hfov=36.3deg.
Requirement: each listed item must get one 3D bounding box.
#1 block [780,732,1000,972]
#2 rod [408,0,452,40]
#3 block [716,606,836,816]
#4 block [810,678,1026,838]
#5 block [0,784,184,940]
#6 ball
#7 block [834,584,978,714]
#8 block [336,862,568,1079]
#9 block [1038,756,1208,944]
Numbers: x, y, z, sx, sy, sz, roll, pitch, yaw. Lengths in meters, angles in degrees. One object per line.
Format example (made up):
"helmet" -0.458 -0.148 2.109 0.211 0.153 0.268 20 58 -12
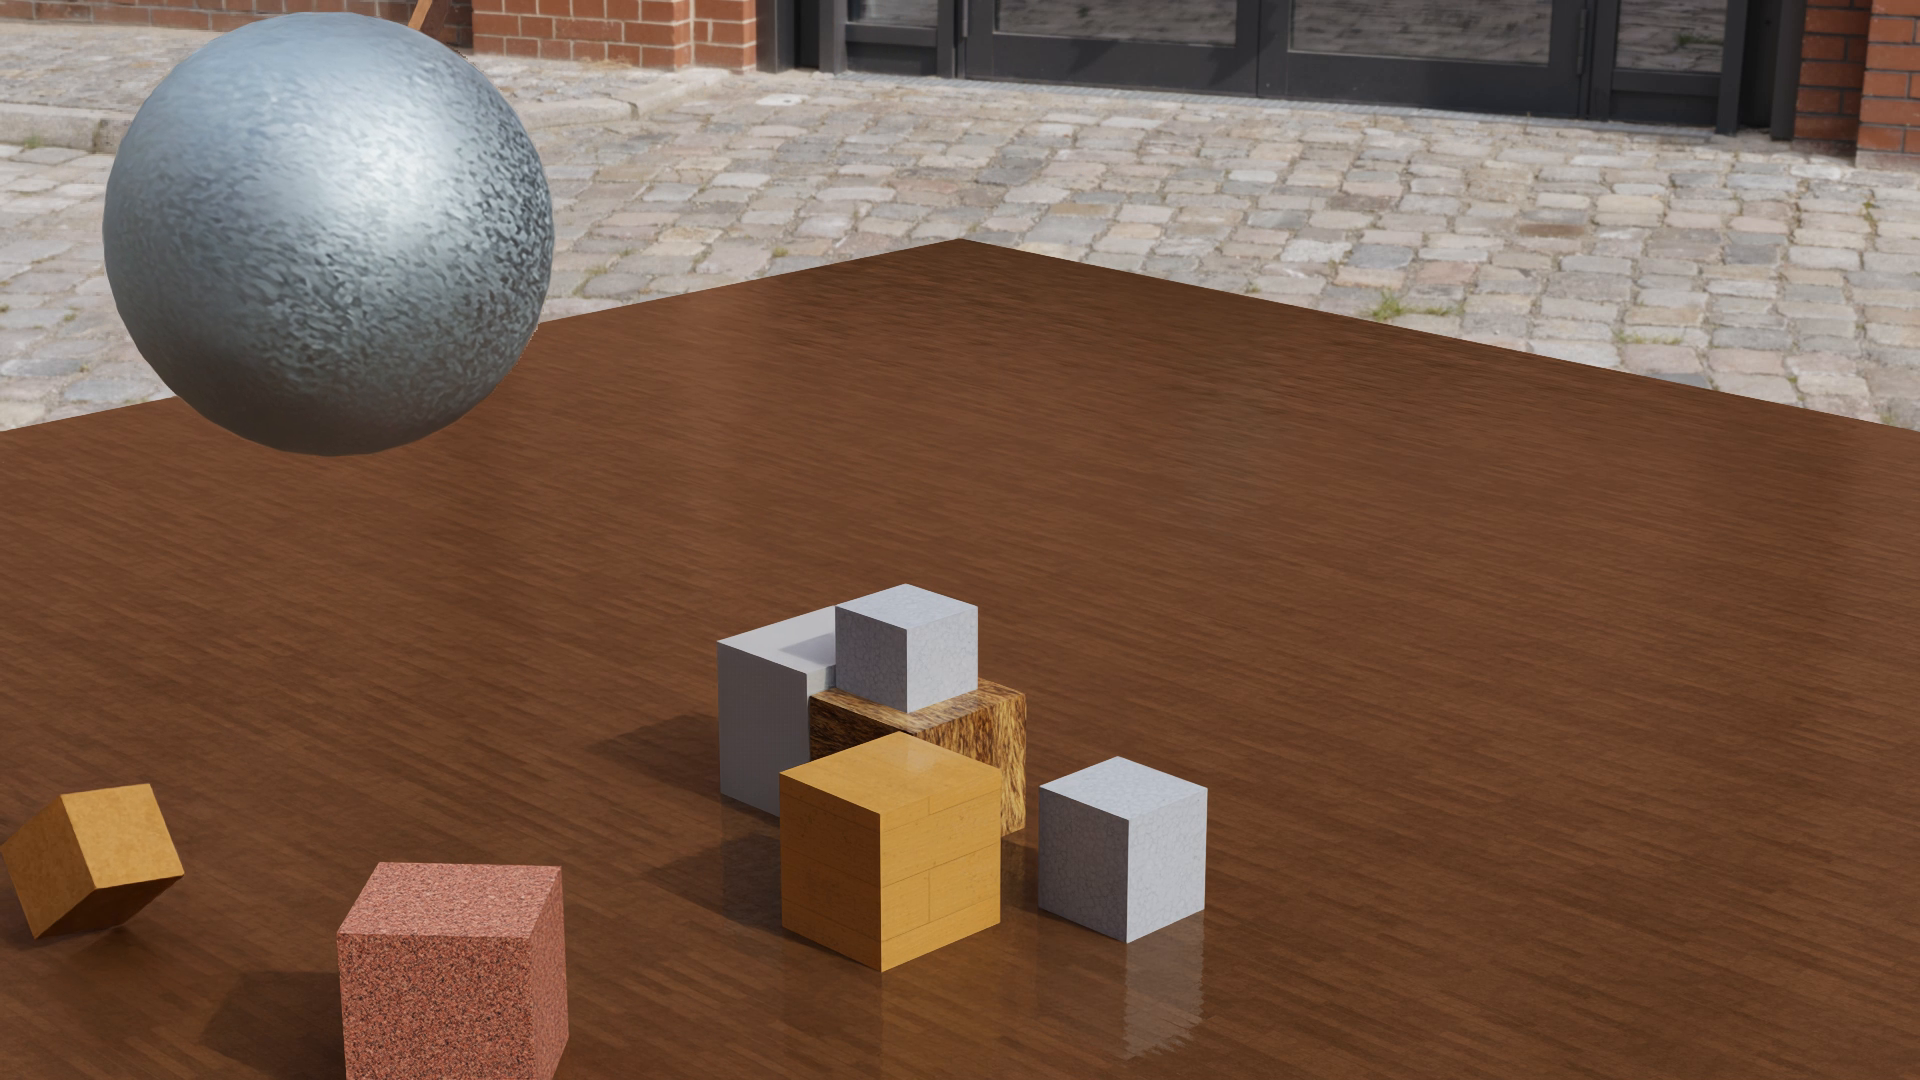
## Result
"block" -0.304 1.350 12.836 0.715 0.727 0.644 -16 24 -42
"rod" -0.985 -4.228 10.980 0.080 5.200 0.080 17 -8 42
"block" -0.677 0.853 14.315 0.761 0.789 0.647 -17 24 -42
"block" -0.196 1.050 13.869 0.739 0.679 0.698 -17 24 -42
"block" -3.755 1.388 12.690 0.497 0.446 0.465 -36 -18 32
"ball" -2.273 -1.103 10.612 1.600 1.600 1.600 0 17 0
"block" -0.251 0.504 13.789 0.461 0.410 0.485 -17 24 -42
"block" -1.975 1.754 11.509 0.735 0.753 0.665 1 17 3
"block" 0.720 1.368 13.024 0.513 0.580 0.537 -16 24 -42
